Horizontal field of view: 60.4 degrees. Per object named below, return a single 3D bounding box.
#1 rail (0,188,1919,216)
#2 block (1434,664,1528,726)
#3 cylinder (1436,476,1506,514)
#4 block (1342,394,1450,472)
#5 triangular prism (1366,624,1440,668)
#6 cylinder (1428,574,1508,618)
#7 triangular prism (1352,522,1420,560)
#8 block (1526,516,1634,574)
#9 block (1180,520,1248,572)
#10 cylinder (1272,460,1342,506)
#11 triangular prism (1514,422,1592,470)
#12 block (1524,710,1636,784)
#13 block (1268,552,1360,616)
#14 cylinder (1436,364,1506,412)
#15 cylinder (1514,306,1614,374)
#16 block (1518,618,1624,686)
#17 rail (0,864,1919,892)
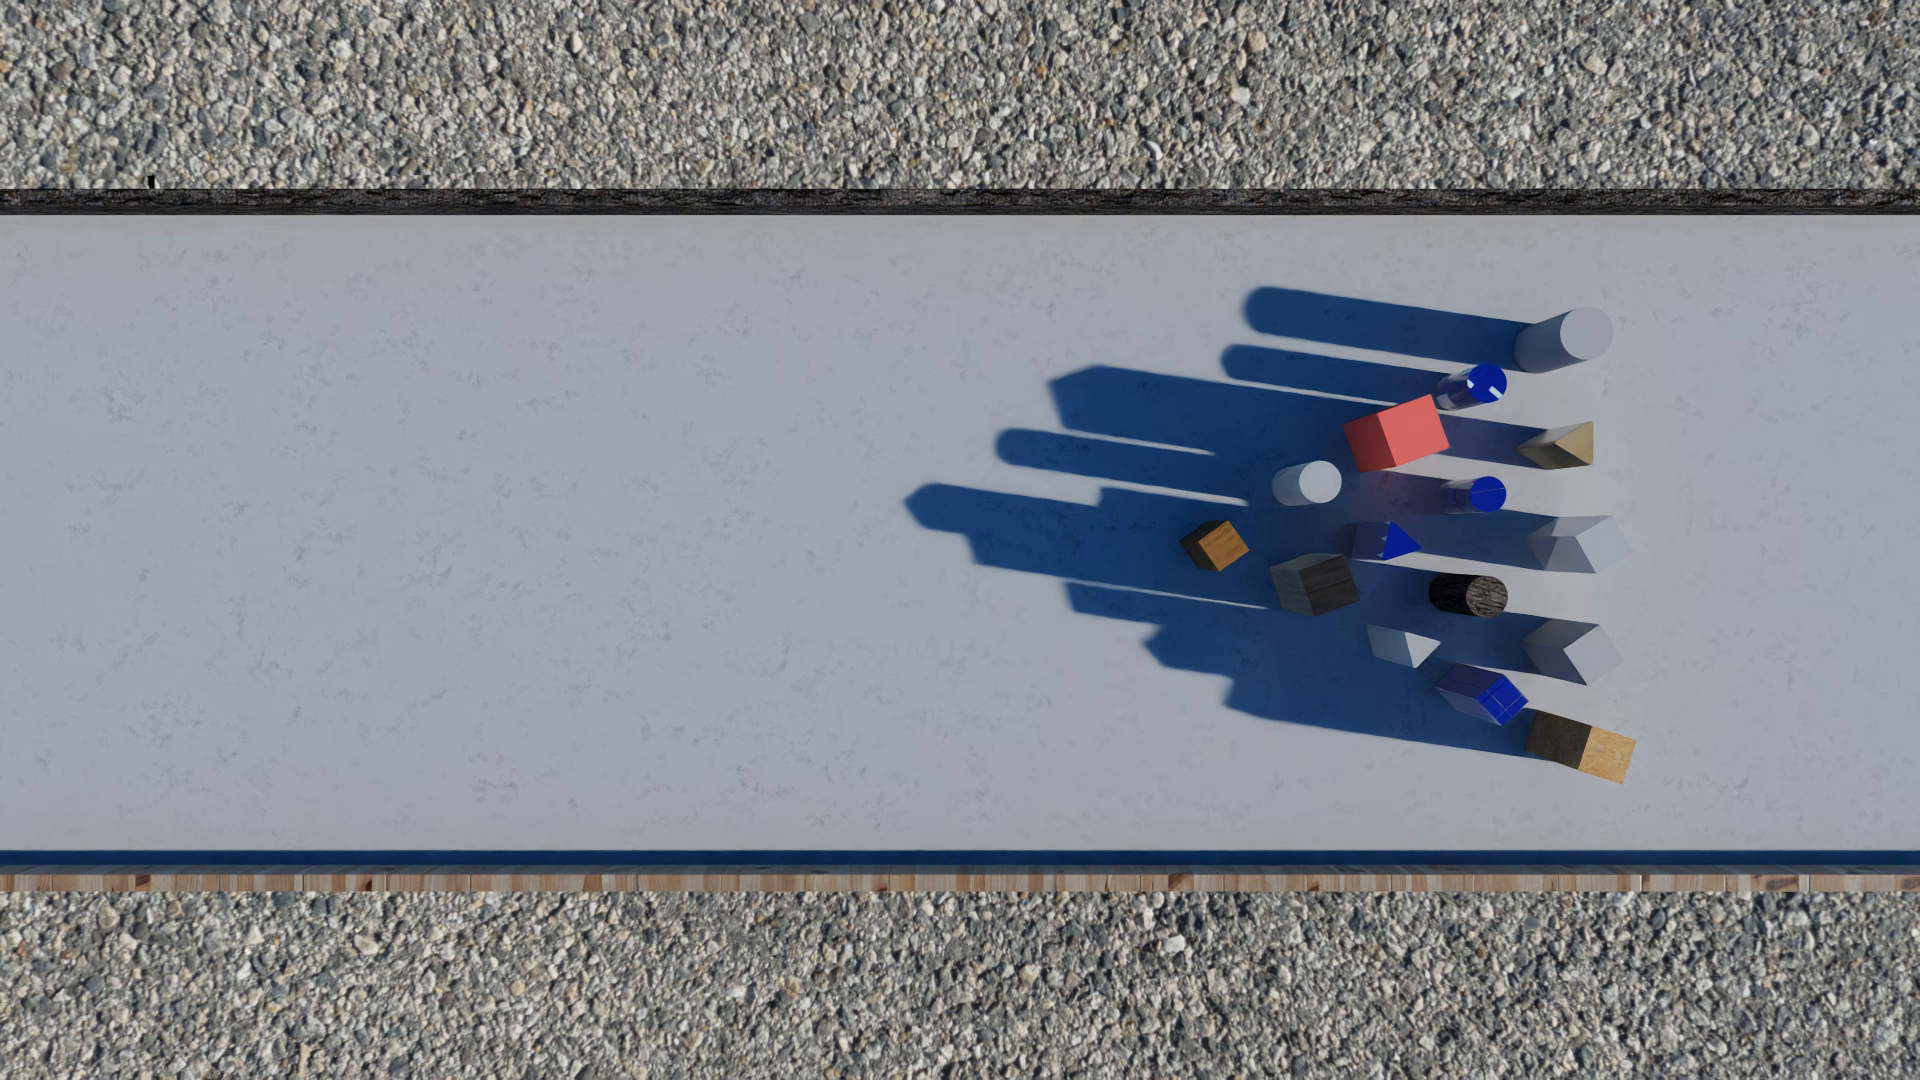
[{"bbox_3d":[-2.247,-1.025,5.002,12.000,0.150,0.050,0,90,0],"label":"rail"},{"bbox_3d":[1.530,0.451,4.862,0.104,0.429,0.104,-43,90,0],"label":"block"},{"bbox_3d":[1.518,-0.132,4.909,0.104,0.336,0.104,0,90,0],"label":"cylinder"},{"bbox_3d":[1.277,-0.309,4.860,0.160,0.433,0.160,-20,90,0],"label":"block"},{"bbox_3d":[1.282,0.292,4.854,0.103,0.444,0.089,-45,90,0],"label":"triangular prism"},{"bbox_3d":[1.503,0.162,4.889,0.120,0.374,0.120,0,90,0],"label":"cylinder"},{"bbox_3d":[1.244,-0.006,4.888,0.114,0.378,0.099,-18,90,0],"label":"triangular prism"},{"bbox_3d":[1.821,0.012,4.869,0.122,0.416,0.122,-29,90,0],"label":"block"},{"bbox_3d":[0.747,0.016,4.873,0.105,0.407,0.105,-35,90,0],"label":"block"},{"bbox_3d":[1.020,-0.165,4.873,0.121,0.407,0.121,0,90,0],"label":"cylinder"},{"bbox_3d":[1.787,-0.294,4.903,0.124,0.346,0.107,31,90,0],"label":"triangular prism"},{"bbox_3d":[1.818,0.605,4.855,0.132,0.444,0.132,18,90,0],"label":"block"},{"bbox_3d":[1.036,0.127,4.851,0.138,0.452,0.138,-20,90,0],"label":"block"},{"bbox_3d":[1.522,-0.452,4.918,0.115,0.316,0.115,0,90,0],"label":"cylinder"},{"bbox_3d":[1.779,-0.587,4.878,0.152,0.397,0.152,0,90,0],"label":"cylinder"},{"bbox_3d":[1.807,0.328,4.889,0.127,0.375,0.127,-34,90,0],"label":"block"},{"bbox_3d":[-2.247,1.025,5.001,12.000,0.150,0.050,0,90,0],"label":"rail"}]
